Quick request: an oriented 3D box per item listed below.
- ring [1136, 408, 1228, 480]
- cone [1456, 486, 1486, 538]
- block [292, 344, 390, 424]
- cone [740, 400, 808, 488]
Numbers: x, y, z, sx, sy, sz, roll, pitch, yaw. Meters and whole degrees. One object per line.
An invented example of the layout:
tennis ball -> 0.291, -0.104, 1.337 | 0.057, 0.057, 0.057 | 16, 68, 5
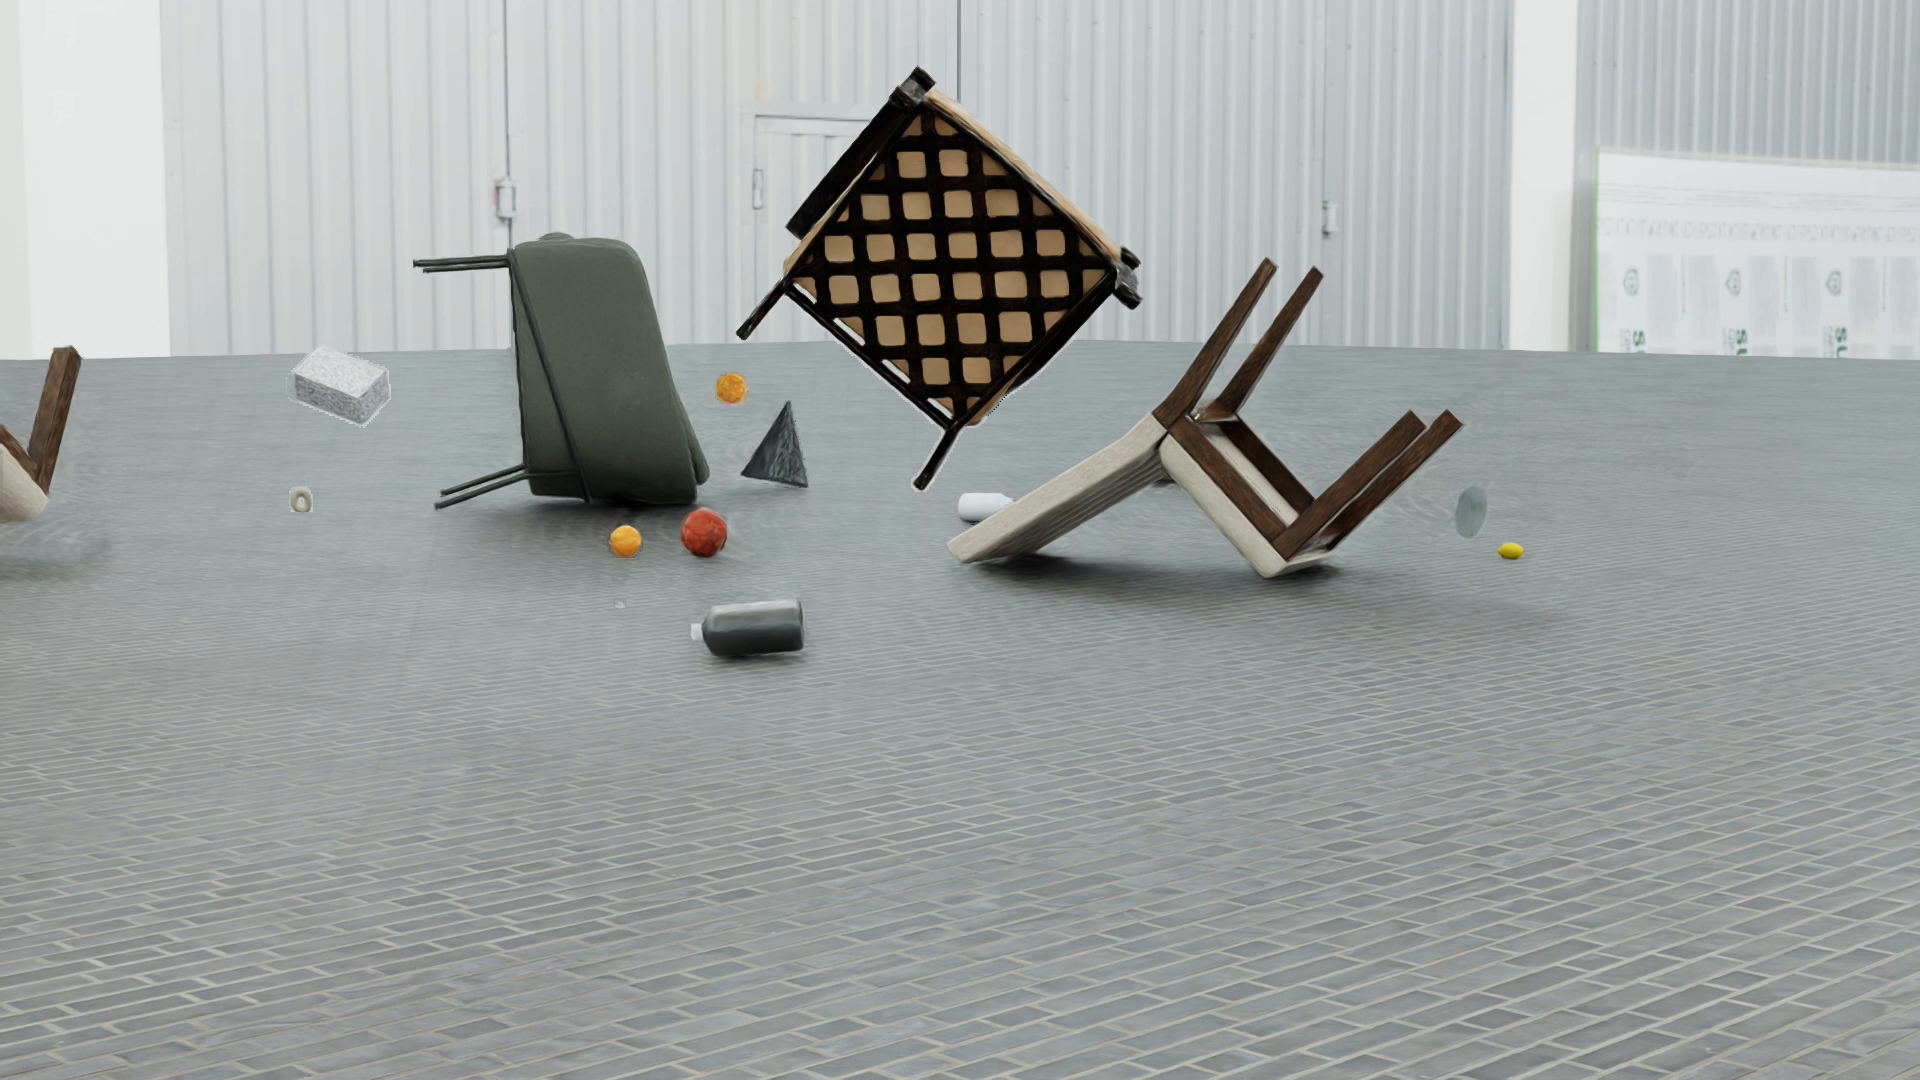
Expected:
ring -> 0.715, -0.306, 8.252 | 0.330, 0.133, 0.262 | -19, -26, -24
cone -> 1.204, -0.064, 6.060 | 0.070, 0.127, 0.052 | 12, -4, 5
block -> -1.253, -0.315, 5.197 | 0.156, 0.073, 0.096 | 21, 48, 16
cone -> -0.546, -0.306, 7.873 | 0.115, 0.258, 0.286 | 9, -1, 40
